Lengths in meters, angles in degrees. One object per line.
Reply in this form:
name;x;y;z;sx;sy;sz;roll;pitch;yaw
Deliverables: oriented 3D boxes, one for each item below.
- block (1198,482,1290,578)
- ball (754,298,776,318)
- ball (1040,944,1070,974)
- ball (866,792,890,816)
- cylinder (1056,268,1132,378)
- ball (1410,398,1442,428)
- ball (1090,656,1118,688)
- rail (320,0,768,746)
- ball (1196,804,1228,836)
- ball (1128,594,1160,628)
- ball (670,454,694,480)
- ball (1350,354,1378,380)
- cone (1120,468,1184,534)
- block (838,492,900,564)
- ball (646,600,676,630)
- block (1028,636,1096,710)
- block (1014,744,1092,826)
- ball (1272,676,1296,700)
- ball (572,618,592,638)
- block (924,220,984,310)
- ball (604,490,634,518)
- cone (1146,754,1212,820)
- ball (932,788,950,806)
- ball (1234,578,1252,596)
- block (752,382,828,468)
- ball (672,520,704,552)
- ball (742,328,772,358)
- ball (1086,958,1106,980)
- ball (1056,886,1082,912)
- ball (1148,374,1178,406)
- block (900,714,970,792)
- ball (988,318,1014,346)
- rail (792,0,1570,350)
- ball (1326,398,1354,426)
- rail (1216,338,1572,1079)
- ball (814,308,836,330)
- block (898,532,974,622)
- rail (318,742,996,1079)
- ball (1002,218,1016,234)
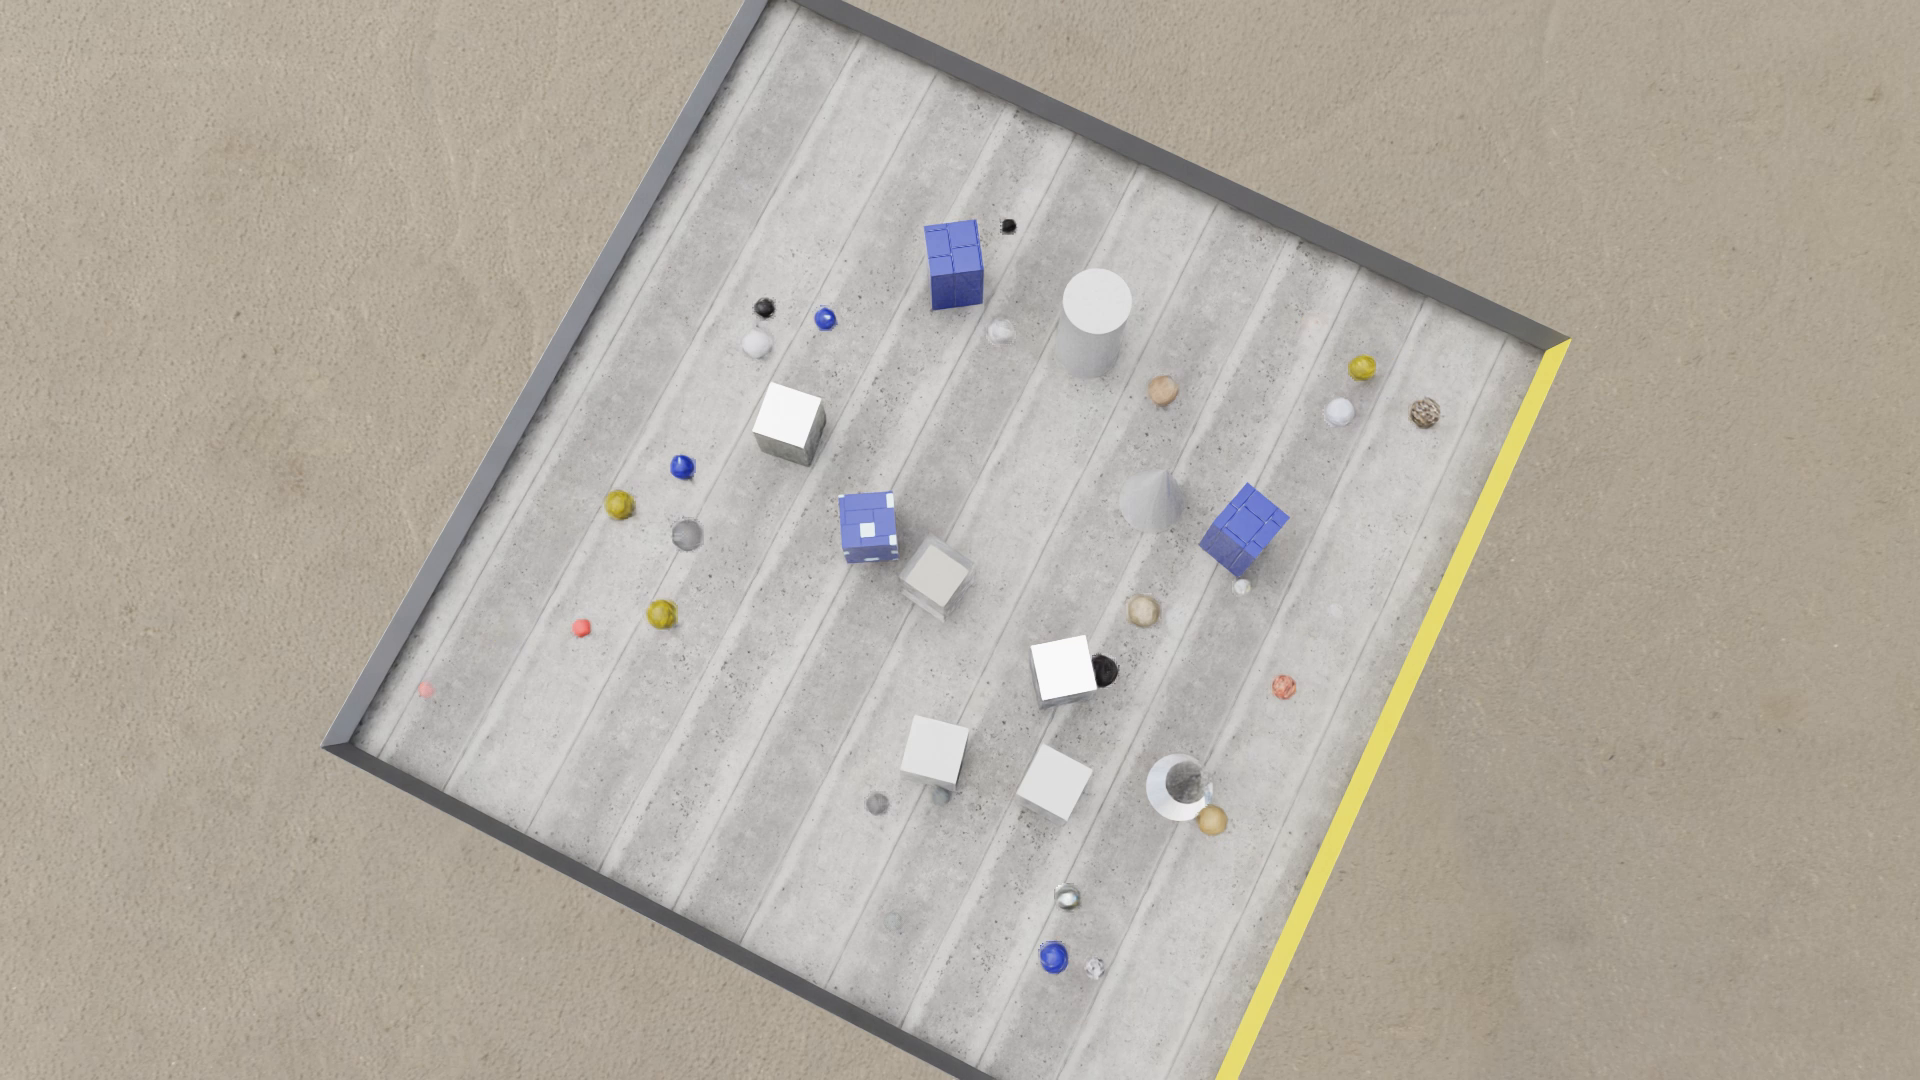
block;0.842;-0.025;5.456;0.160;0.325;0.160;40;81;8
ball;-0.611;-0.725;5.733;0.066;0.066;0.066;0;78;0
ball;0.274;1.215;5.321;0.087;0.087;0.087;0;78;0
ball;-0.243;0.780;5.420;0.068;0.068;0.068;0;78;0
cylinder;0.398;-0.647;5.525;0.200;0.443;0.200;0;78;0
ball;1.436;-0.392;5.651;0.092;0.092;0.092;0;78;0
ball;0.426;0.393;5.484;0.094;0.094;0.094;0;78;0
rail;-1.229;-0.595;5.672;0.045;0.130;2.797;26;80;5
ball;0.741;0.824;5.382;0.090;0.090;0.090;0;78;0
ball;0.554;0.214;5.521;0.100;0.100;0.100;0;78;0
ball;-0.853;-0.225;5.624;0.076;0.076;0.076;0;78;0
ball;1.252;-0.536;5.686;0.081;0.081;0.081;0;78;0
cone;0.590;-0.162;5.436;0.200;0.420;0.200;0;78;0
block;-0.272;-0.036;5.502;0.160;0.240;0.160;-4;78;-1
ball;-0.899;0.224;5.523;0.092;0.092;0.092;0;78;0
block;0.299;0.393;5.404;0.160;0.257;0.160;-11;79;-2
block;0.267;0.712;5.309;0.160;0.313;0.160;28;80;5
ball;0.971;0.442;5.488;0.073;0.073;0.073;0;78;0
ball;-1.142;0.265;5.533;0.056;0.056;0.056;0;78;0
block;-0.019;-0.842;5.631;0.160;0.314;0.160;-8;78;-2
ball;-1.042;-0.109;5.594;0.089;0.089;0.089;0;78;0
cone;0.655;0.687;5.223;0.200;0.493;0.200;0;78;0
ball;-0.057;0.761;5.429;0.055;0.055;0.055;0;78;0
ball;0.857;0.142;5.556;0.051;0.051;0.051;0;78;0
block;-0.514;-0.347;5.563;0.160;0.246;0.160;18;79;4
ball;-0.829;-0.013;5.570;0.096;0.096;0.096;0;78;0
ball;-0.628;-0.609;5.695;0.093;0.093;0.093;0;78;0
ball;0.394;1.246;5.328;0.061;0.061;0.061;0;78;0
ball;0.317;1.048;5.362;0.074;0.074;0.074;0;78;0
ball;0.628;-0.463;5.665;0.094;0.094;0.094;0;78;0
block;-0.071;0.622;5.320;0.160;0.329;0.160;14;79;3
ball;0.128;-0.649;5.708;0.084;0.084;0.084;0;78;0
rail;0.615;-1.197;5.797;2.796;0.130;0.045;26;80;5
ball;1.172;-0.394;5.653;0.088;0.088;0.088;0;78;0
rail;1.229;0.609;5.423;0.045;0.130;2.797;26;80;5
ball;-0.421;-0.691;5.725;0.069;0.069;0.069;0;78;0
block;-0.068;0.115;5.451;0.160;0.278;0.160;34;80;7
rail;-0.615;1.211;5.299;2.796;0.130;0.045;26;80;5
ball;0.154;-0.994;5.799;0.046;0.046;0.046;0;78;0
